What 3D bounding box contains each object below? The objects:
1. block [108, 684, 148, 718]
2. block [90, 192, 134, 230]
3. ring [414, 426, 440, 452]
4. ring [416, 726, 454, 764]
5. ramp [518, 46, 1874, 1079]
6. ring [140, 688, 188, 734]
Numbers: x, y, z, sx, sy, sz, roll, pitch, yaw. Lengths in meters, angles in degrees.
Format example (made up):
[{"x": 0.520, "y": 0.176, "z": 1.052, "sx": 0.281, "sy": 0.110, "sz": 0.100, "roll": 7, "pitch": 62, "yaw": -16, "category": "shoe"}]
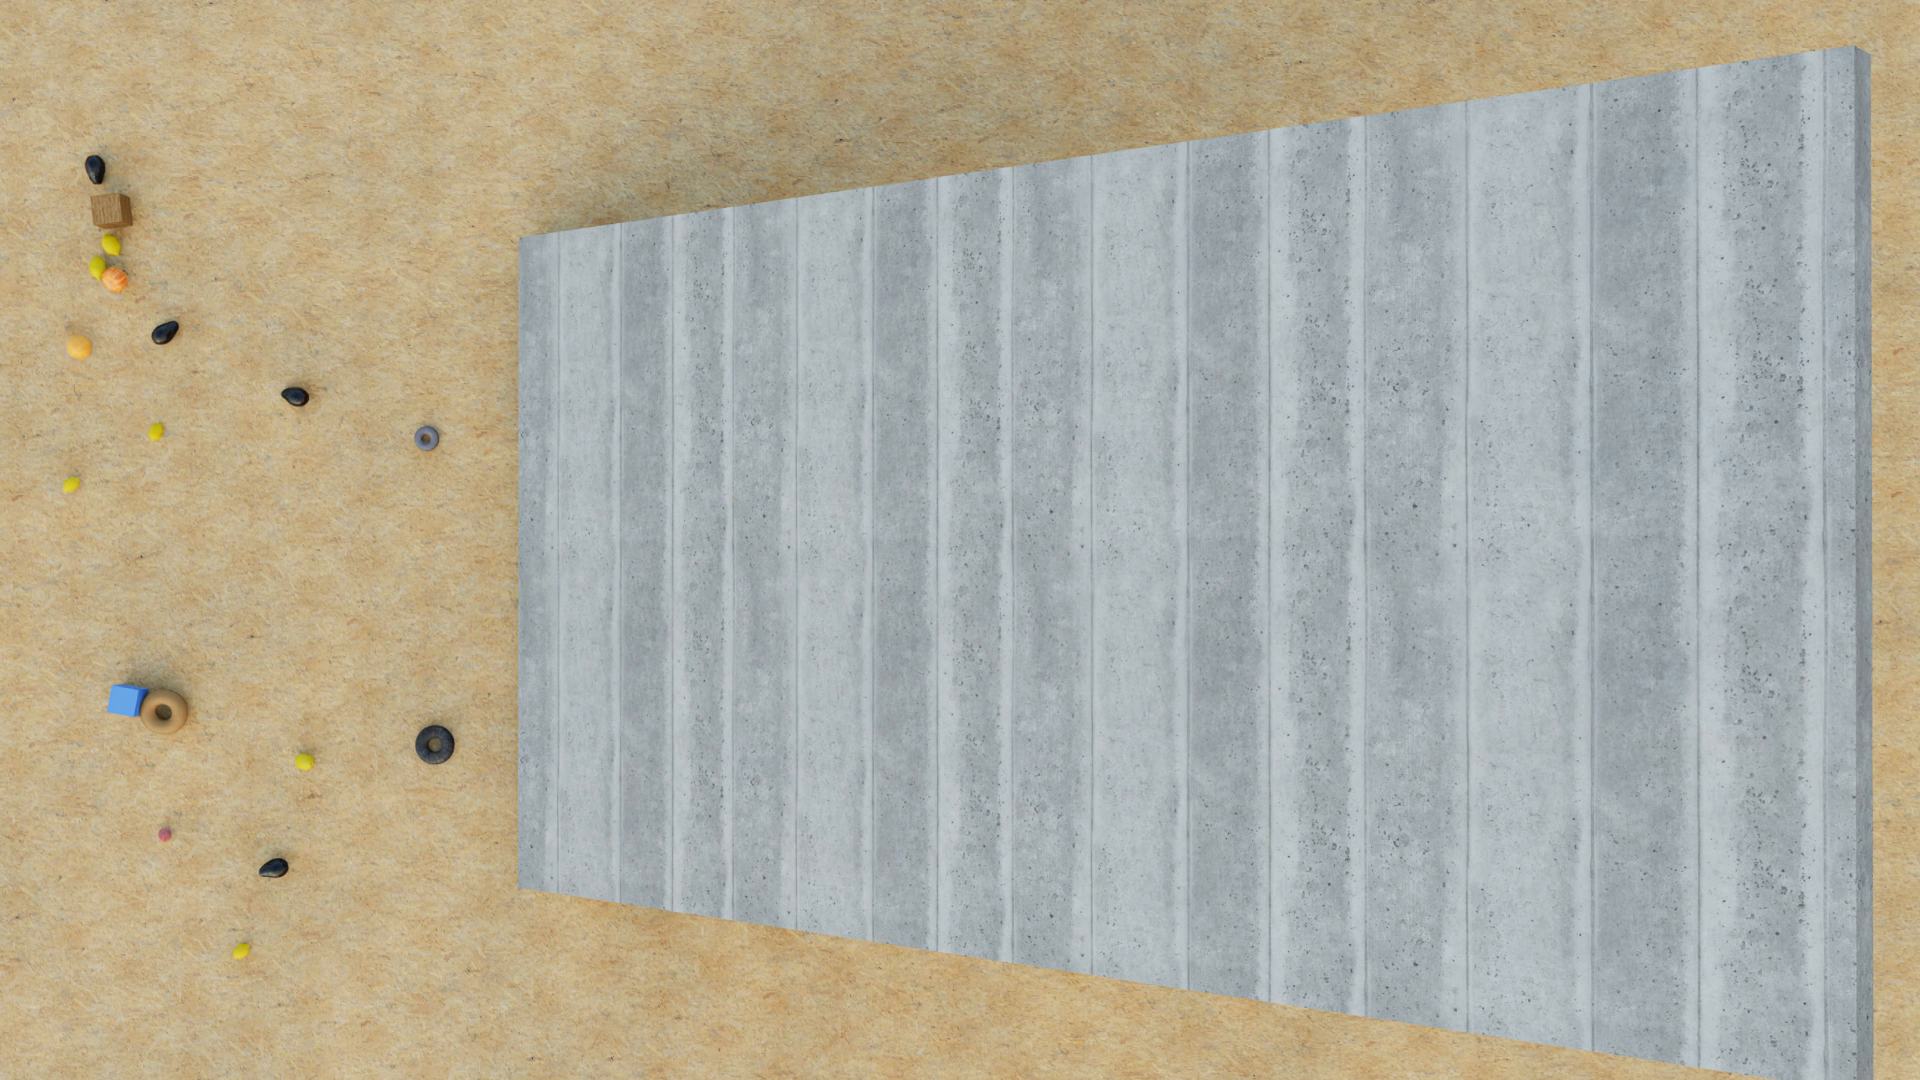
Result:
[{"x": -2.573, "y": 0.496, "z": 6.799, "sx": 0.084, "sy": 0.084, "sz": 0.084, "roll": 10, "pitch": 90, "yaw": 0, "category": "block"}, {"x": -2.625, "y": -1.018, "z": 6.806, "sx": 0.090, "sy": 0.090, "sz": 0.090, "roll": -7, "pitch": 90, "yaw": 0, "category": "block"}, {"x": -1.657, "y": -0.315, "z": 6.833, "sx": 0.078, "sy": 0.026, "sz": 0.078, "roll": 0, "pitch": 91, "yaw": 1, "category": "ring"}, {"x": -1.628, "y": 0.636, "z": 6.820, "sx": 0.123, "sy": 0.041, "sz": 0.123, "roll": 0, "pitch": 90, "yaw": 1, "category": "ring"}, {"x": 0.208, "y": 0.061, "z": 5.524, "sx": 4.000, "sy": 0.100, "sz": 2.000, "roll": 0, "pitch": 90, "yaw": 40, "category": "ramp"}, {"x": -2.465, "y": 0.531, "z": 6.809, "sx": 0.146, "sy": 0.049, "sz": 0.146, "roll": -1, "pitch": 102, "yaw": -3, "category": "ring"}]
